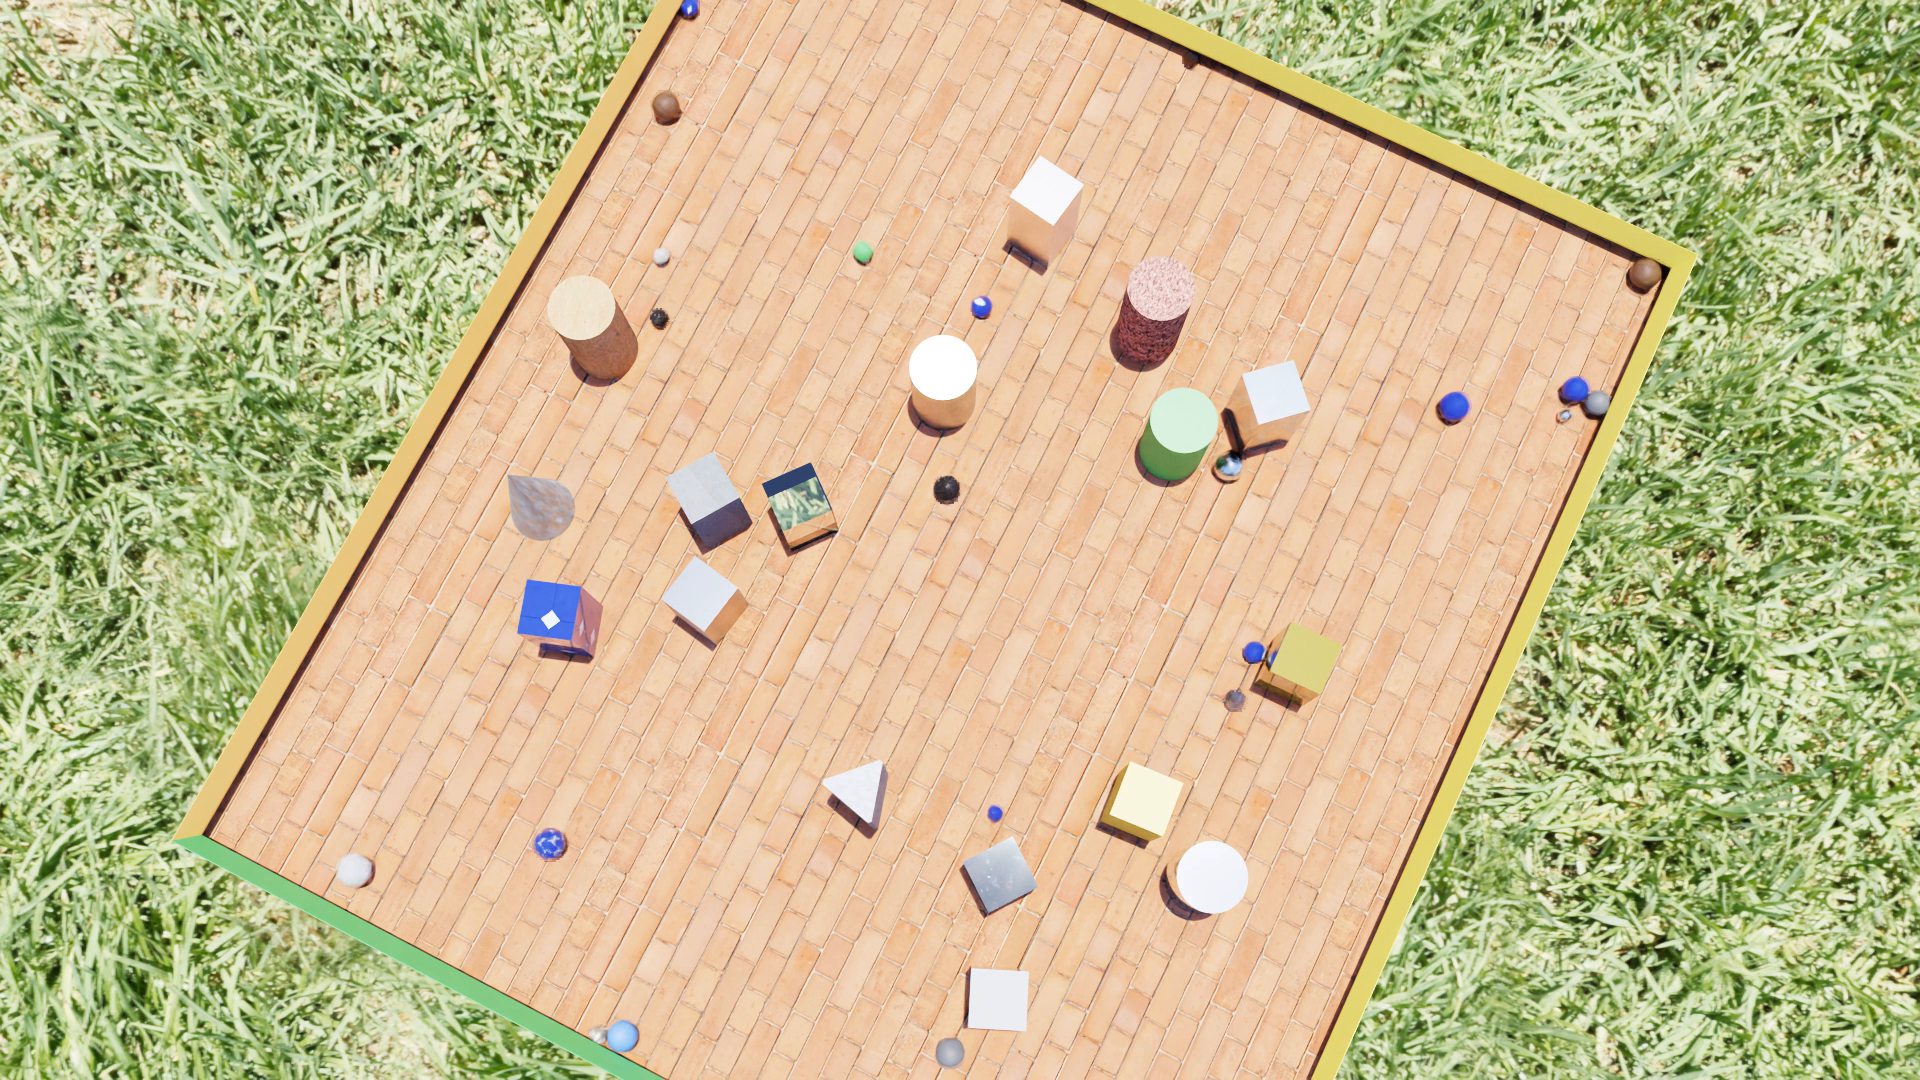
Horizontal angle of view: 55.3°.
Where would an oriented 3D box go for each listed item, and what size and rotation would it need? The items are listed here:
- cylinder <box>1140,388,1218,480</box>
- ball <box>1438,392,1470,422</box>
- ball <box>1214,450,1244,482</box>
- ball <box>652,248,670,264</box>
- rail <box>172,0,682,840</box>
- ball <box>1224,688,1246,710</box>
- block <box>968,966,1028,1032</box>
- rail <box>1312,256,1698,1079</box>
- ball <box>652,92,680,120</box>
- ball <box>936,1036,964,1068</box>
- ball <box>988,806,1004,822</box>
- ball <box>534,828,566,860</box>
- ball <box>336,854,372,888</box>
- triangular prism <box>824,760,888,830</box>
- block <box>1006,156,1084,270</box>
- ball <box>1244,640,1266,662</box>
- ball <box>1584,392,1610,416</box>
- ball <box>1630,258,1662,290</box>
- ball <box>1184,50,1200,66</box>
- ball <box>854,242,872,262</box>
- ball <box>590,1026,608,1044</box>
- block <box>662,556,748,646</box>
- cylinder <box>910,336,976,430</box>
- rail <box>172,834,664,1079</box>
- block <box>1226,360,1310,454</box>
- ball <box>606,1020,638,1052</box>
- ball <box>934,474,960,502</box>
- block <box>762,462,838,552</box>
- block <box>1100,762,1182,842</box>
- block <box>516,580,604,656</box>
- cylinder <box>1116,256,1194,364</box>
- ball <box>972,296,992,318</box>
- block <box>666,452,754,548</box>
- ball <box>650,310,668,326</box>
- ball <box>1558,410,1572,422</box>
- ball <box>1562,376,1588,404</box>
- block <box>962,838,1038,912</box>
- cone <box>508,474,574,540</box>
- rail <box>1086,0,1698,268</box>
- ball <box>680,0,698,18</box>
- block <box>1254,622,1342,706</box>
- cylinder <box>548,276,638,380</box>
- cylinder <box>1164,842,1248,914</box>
[{"bbox_3d":[0.653,-0.314,5.508,0.198,0.341,0.198,0,78,0],"label":"cylinder"},{"bbox_3d":[1.524,-0.412,5.655,0.092,0.092,0.092,0,78,0],"label":"ball"},{"bbox_3d":[0.826,-0.228,5.616,0.094,0.094,0.094,0,78,0],"label":"ball"},{"bbox_3d":[-0.942,-0.892,5.775,0.051,0.051,0.051,0,78,0],"label":"ball"},{"bbox_3d":[-1.448,-0.702,5.695,0.045,0.128,3.646,26,80,5],"label":"rail"},{"bbox_3d":[0.824,0.477,5.486,0.063,0.063,0.063,0,78,0],"label":"ball"},{"bbox_3d":[0.106,1.293,5.182,0.158,0.327,0.158,3,78,1],"label":"block"},{"bbox_3d":[1.448,0.716,5.402,0.045,0.128,3.646,26,80,5],"label":"rail"},{"bbox_3d":[-0.940,-1.387,5.858,0.089,0.089,0.089,0,78,0],"label":"ball"},{"bbox_3d":[-0.028,1.472,5.269,0.085,0.085,0.085,0,78,0],"label":"ball"},{"bbox_3d":[0.104,0.811,5.424,0.048,0.048,0.048,0,78,0],"label":"ball"},{"bbox_3d":[-1.205,0.892,5.385,0.092,0.092,0.092,0,78,0],"label":"ball"},{"bbox_3d":[-1.773,0.968,5.366,0.099,0.099,0.099,0,78,0],"label":"ball"},{"bbox_3d":[-0.264,0.708,5.250,0.171,0.432,0.148,40,81,8],"label":"triangular prism"},{"bbox_3d":[0.258,-1.001,5.632,0.158,0.375,0.158,35,80,7],"label":"block"},{"bbox_3d":[0.886,0.335,5.514,0.065,0.065,0.065,0,78,0],"label":"ball"},{"bbox_3d":[1.970,-0.421,5.664,0.078,0.078,0.078,0,78,0],"label":"ball"},{"bbox_3d":[2.149,-0.834,5.741,0.094,0.094,0.094,0,78,0],"label":"ball"},{"bbox_3d":[0.747,-1.556,5.912,0.053,0.053,0.053,0,78,0],"label":"ball"},{"bbox_3d":[-0.305,-0.907,5.773,0.061,0.061,0.061,0,78,0],"label":"ball"},{"bbox_3d":[-1.044,1.431,5.294,0.053,0.053,0.053,0,78,0],"label":"ball"},{"bbox_3d":[-0.752,0.183,5.432,0.158,0.287,0.158,36,81,7],"label":"block"},{"bbox_3d":[-0.049,-0.470,5.537,0.198,0.347,0.198,0,78,0],"label":"cylinder"},{"bbox_3d":[-0.805,1.583,5.222,3.285,0.128,0.045,26,80,5],"label":"rail"},{"bbox_3d":[0.922,-0.396,5.518,0.158,0.354,0.158,-16,79,-3],"label":"block"},{"bbox_3d":[-0.972,1.430,5.275,0.089,0.089,0.089,0,78,0],"label":"ball"},{"bbox_3d":[-0.040,-0.158,5.607,0.082,0.082,0.082,0,78,0],"label":"ball"},{"bbox_3d":[-0.475,-0.097,5.487,0.158,0.293,0.158,-24,79,-5],"label":"block"},{"bbox_3d":[0.519,0.756,5.276,0.158,0.361,0.158,22,79,4],"label":"block"},{"bbox_3d":[-1.173,0.233,5.397,0.158,0.336,0.158,8,78,2],"label":"block"},{"bbox_3d":[0.586,-0.690,5.544,0.198,0.423,0.198,0,78,0],"label":"cylinder"},{"bbox_3d":[0.070,-0.731,5.734,0.066,0.066,0.066,0,78,0],"label":"ball"},{"bbox_3d":[-0.743,-0.116,5.461,0.158,0.352,0.158,-30,80,-6],"label":"block"},{"bbox_3d":[-0.942,-0.693,5.733,0.053,0.053,0.053,0,78,0],"label":"ball"},{"bbox_3d":[1.871,-0.384,5.675,0.042,0.042,0.042,0,78,0],"label":"ball"},{"bbox_3d":[1.904,-0.464,5.671,0.081,0.081,0.081,0,78,0],"label":"ball"},{"bbox_3d":[0.115,0.968,5.288,0.158,0.250,0.158,-27,80,-5],"label":"block"},{"bbox_3d":[-1.282,-0.140,5.412,0.198,0.457,0.198,0,78,0],"label":"cone"},{"bbox_3d":[0.805,-1.569,5.875,3.285,0.128,0.045,26,80,5],"label":"rail"},{"bbox_3d":[-0.878,-1.726,5.944,0.059,0.059,0.059,0,78,0],"label":"ball"},{"bbox_3d":[0.989,0.368,5.386,0.158,0.302,0.158,25,79,5],"label":"block"},{"bbox_3d":[-1.106,-0.639,5.546,0.198,0.397,0.198,0,78,0],"label":"cylinder"},{"bbox_3d":[0.701,0.969,5.249,0.198,0.328,0.198,0,78,0],"label":"cylinder"}]
